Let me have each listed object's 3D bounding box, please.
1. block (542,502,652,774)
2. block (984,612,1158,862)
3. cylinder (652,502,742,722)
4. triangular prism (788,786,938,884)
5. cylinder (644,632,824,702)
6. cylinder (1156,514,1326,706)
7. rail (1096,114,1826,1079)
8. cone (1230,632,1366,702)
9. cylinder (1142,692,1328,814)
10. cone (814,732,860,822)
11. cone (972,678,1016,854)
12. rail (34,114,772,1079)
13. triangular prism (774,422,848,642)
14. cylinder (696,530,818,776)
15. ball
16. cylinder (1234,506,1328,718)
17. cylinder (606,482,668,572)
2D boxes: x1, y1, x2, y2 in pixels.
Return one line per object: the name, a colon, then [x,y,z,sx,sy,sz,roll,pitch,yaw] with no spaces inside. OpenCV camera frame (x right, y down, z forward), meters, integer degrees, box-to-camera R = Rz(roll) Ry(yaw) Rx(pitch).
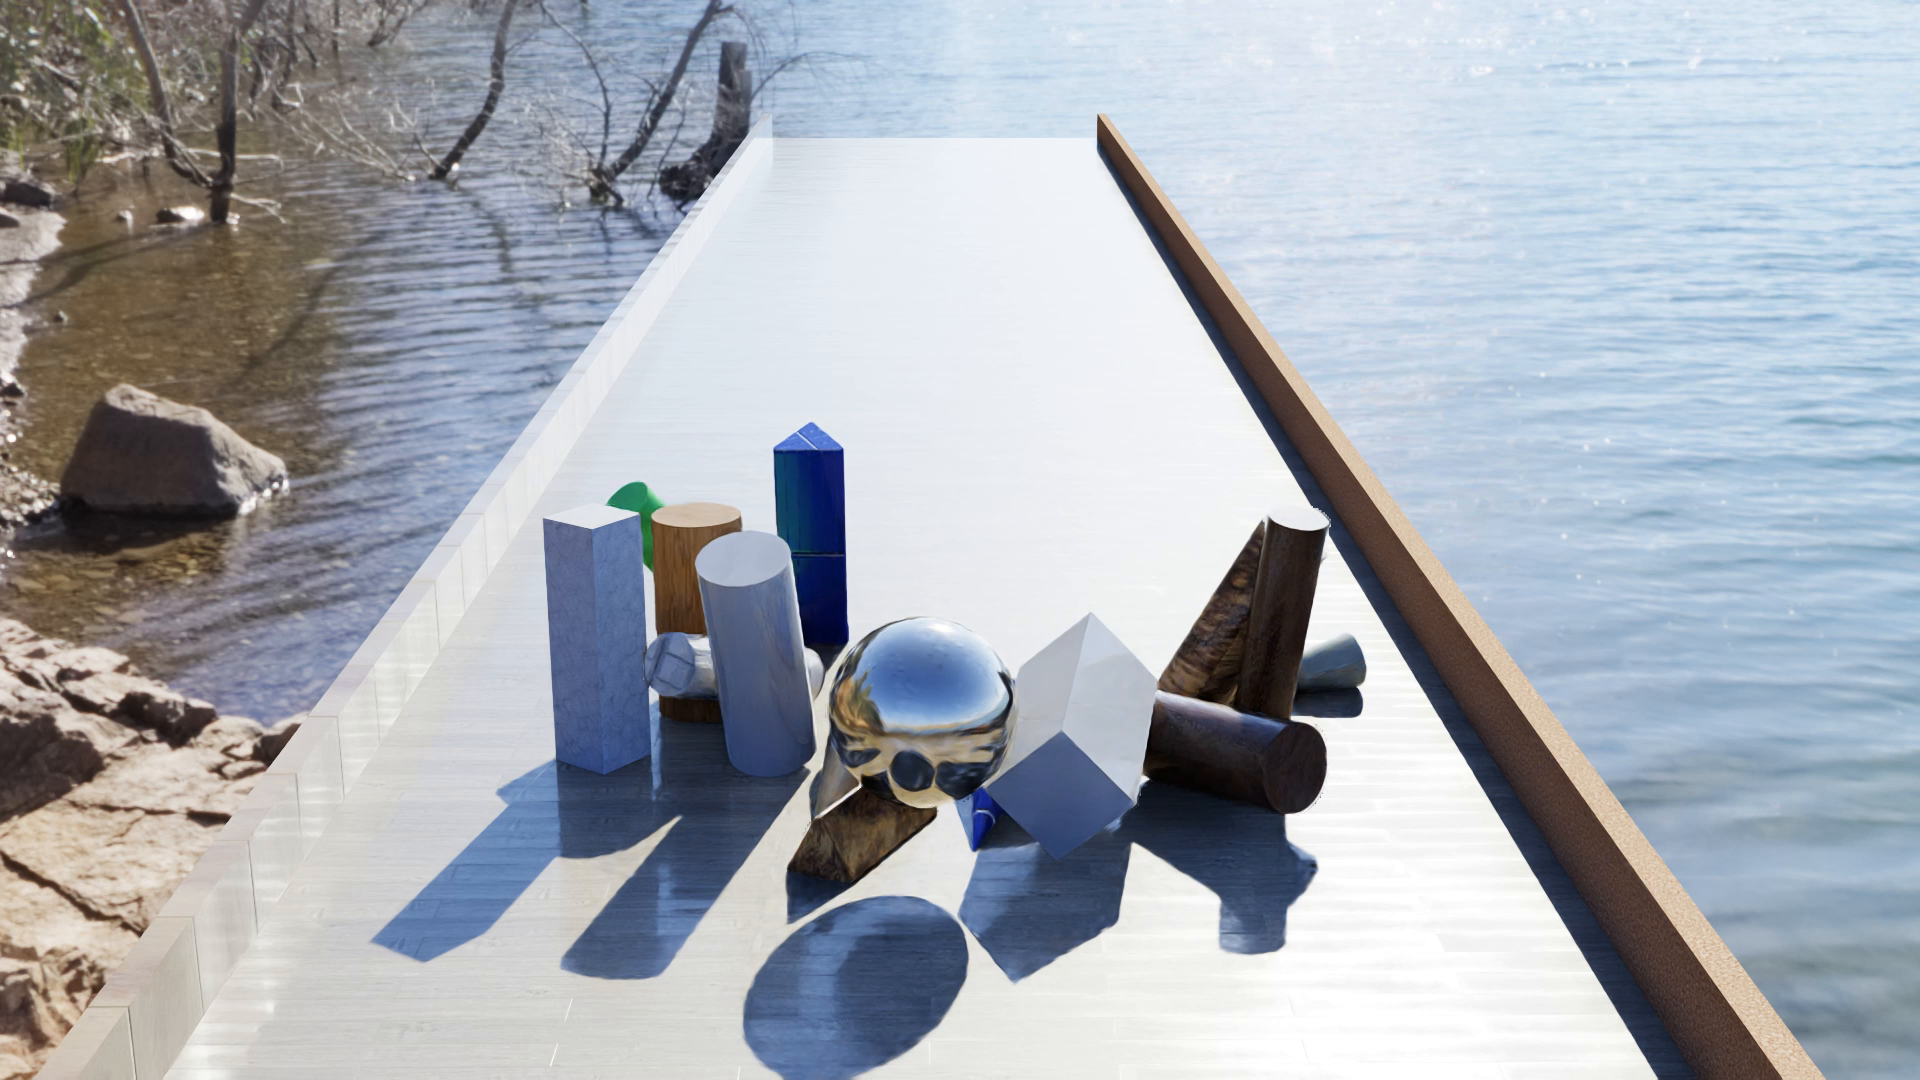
block: [-0.636,0.172,3.863,0.119,0.447,0.119,12,20,34]
block: [0.189,0.317,3.631,0.171,0.171,0.404,-39,13,24]
cylinder: [-0.486,0.134,4.110,0.166,0.379,0.166,0,17,0]
triangular prism: [-0.155,0.440,3.560,0.116,0.101,0.301,8,18,25]
cylinder: [-0.405,0.238,4.004,0.114,0.114,0.391,11,0,32]
cylinder: [0.504,0.152,3.996,0.134,0.394,0.134,26,21,-11]
rail: [0.932,-0.844,7.801,0.050,0.150,12.000,0,17,-1]
cone: [0.571,0.277,4.202,0.408,0.107,0.107,-14,20,-18]
cylinder: [0.441,0.354,3.696,0.152,0.152,0.335,-13,13,-36]
cone: [-0.194,0.395,3.754,0.168,0.168,0.394,4,29,14]
cone: [0.060,0.409,3.709,0.163,0.163,0.415,3,28,11]
rail: [-1.118,-0.838,7.780,0.050,0.150,12.000,0,17,-1]
triangular prism: [-0.298,-0.012,4.456,0.136,0.446,0.117,0,29,-1]
cylinder: [-0.347,0.198,3.785,0.160,0.412,0.160,-3,35,2]
ball: [-0.058,0.268,3.432,0.299,0.299,0.299,0,17,0]
cylinder: [0.558,0.164,3.873,0.104,0.446,0.104,6,24,-3]
cylinder: [-0.515,0.064,4.303,0.115,0.446,0.115,-24,41,23]
